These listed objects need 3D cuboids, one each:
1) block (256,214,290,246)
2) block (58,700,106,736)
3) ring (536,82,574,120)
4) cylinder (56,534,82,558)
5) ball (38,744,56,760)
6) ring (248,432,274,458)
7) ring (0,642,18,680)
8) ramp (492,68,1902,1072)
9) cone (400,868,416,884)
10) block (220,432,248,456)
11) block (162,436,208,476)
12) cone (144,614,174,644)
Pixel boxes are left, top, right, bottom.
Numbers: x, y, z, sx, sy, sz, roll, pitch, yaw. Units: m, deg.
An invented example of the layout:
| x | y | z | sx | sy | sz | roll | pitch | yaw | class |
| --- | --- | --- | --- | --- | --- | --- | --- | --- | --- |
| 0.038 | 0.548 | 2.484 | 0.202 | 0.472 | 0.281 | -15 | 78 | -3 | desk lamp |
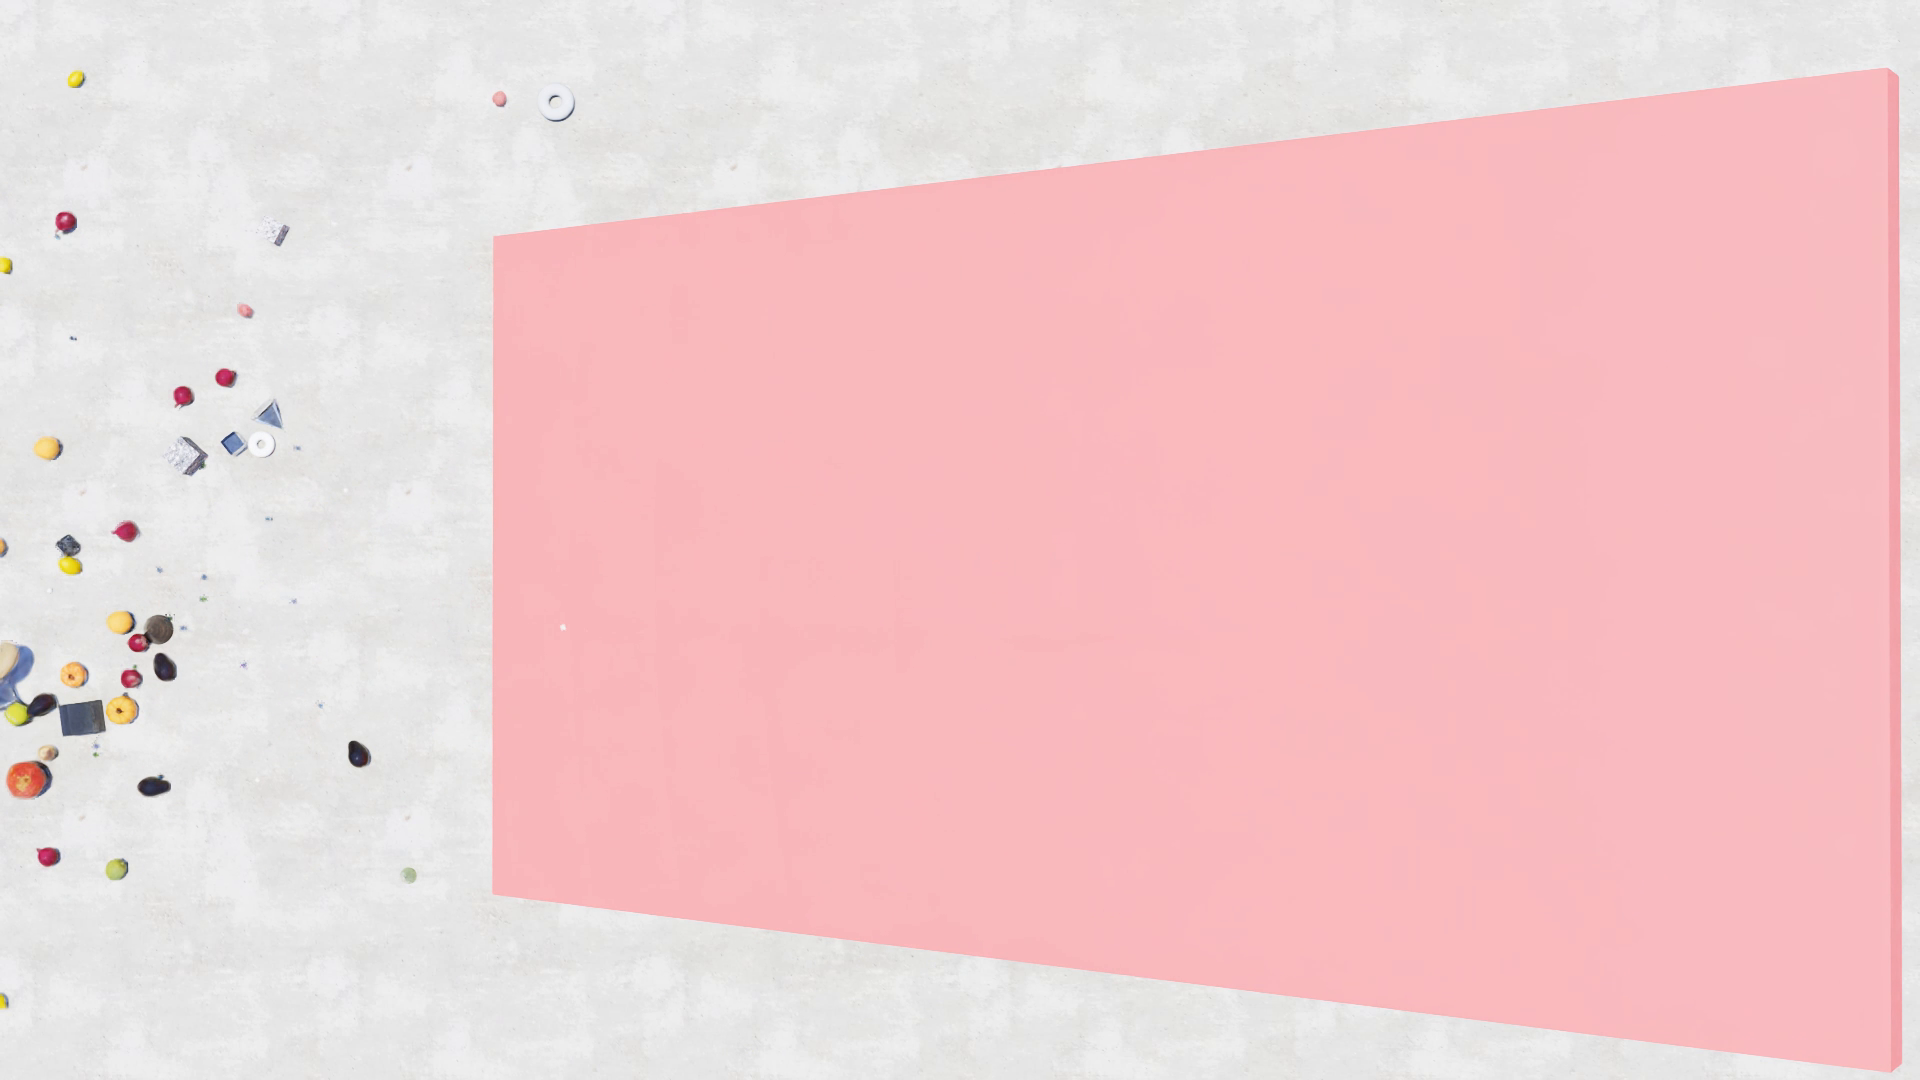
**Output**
| x | y | z | sx | sy | sz | roll | pitch | yaw | class |
| --- | --- | --- | --- | --- | --- | --- | --- | --- | --- |
| -2.106 | -0.949 | 6.738 | 0.064 | 0.064 | 0.064 | 27 | 90 | 0 | block |
| -2.678 | 0.543 | 6.710 | 0.096 | 0.096 | 0.096 | -8 | 90 | 0 | block |
| -1.242 | -1.347 | 6.754 | 0.116 | 0.039 | 0.116 | 0 | 89 | 1 | ring |
| -2.730 | 0.018 | 6.736 | 0.052 | 0.052 | 0.052 | -39 | 90 | 0 | cylinder |
| -2.794 | 0.651 | 6.732 | 0.051 | 0.051 | 0.051 | 0 | 90 | 0 | ball |
| -2.145 | -0.294 | 6.751 | 0.081 | 0.027 | 0.081 | 0 | 91 | -1 | ring |
| -2.912 | 0.374 | 6.649 | 0.148 | 0.148 | 0.049 | -37 | 127 | 0 | ring |
| 0.243 | 0.067 | 5.567 | 4.000 | 0.100 | 2.000 | 0 | 89 | 35 | ramp |
| -1.694 | 1.031 | 6.728 | 0.052 | 0.052 | 0.052 | 0 | 90 | 0 | cone |
| -2.221 | -0.296 | 6.738 | 0.053 | 0.053 | 0.053 | -39 | 90 | 0 | block |
| -2.368 | -0.257 | 6.723 | 0.082 | 0.082 | 0.082 | 42 | 90 | 0 | block |
| -2.464 | 0.275 | 6.714 | 0.093 | 0.093 | 0.093 | 0 | 90 | 0 | cone |
